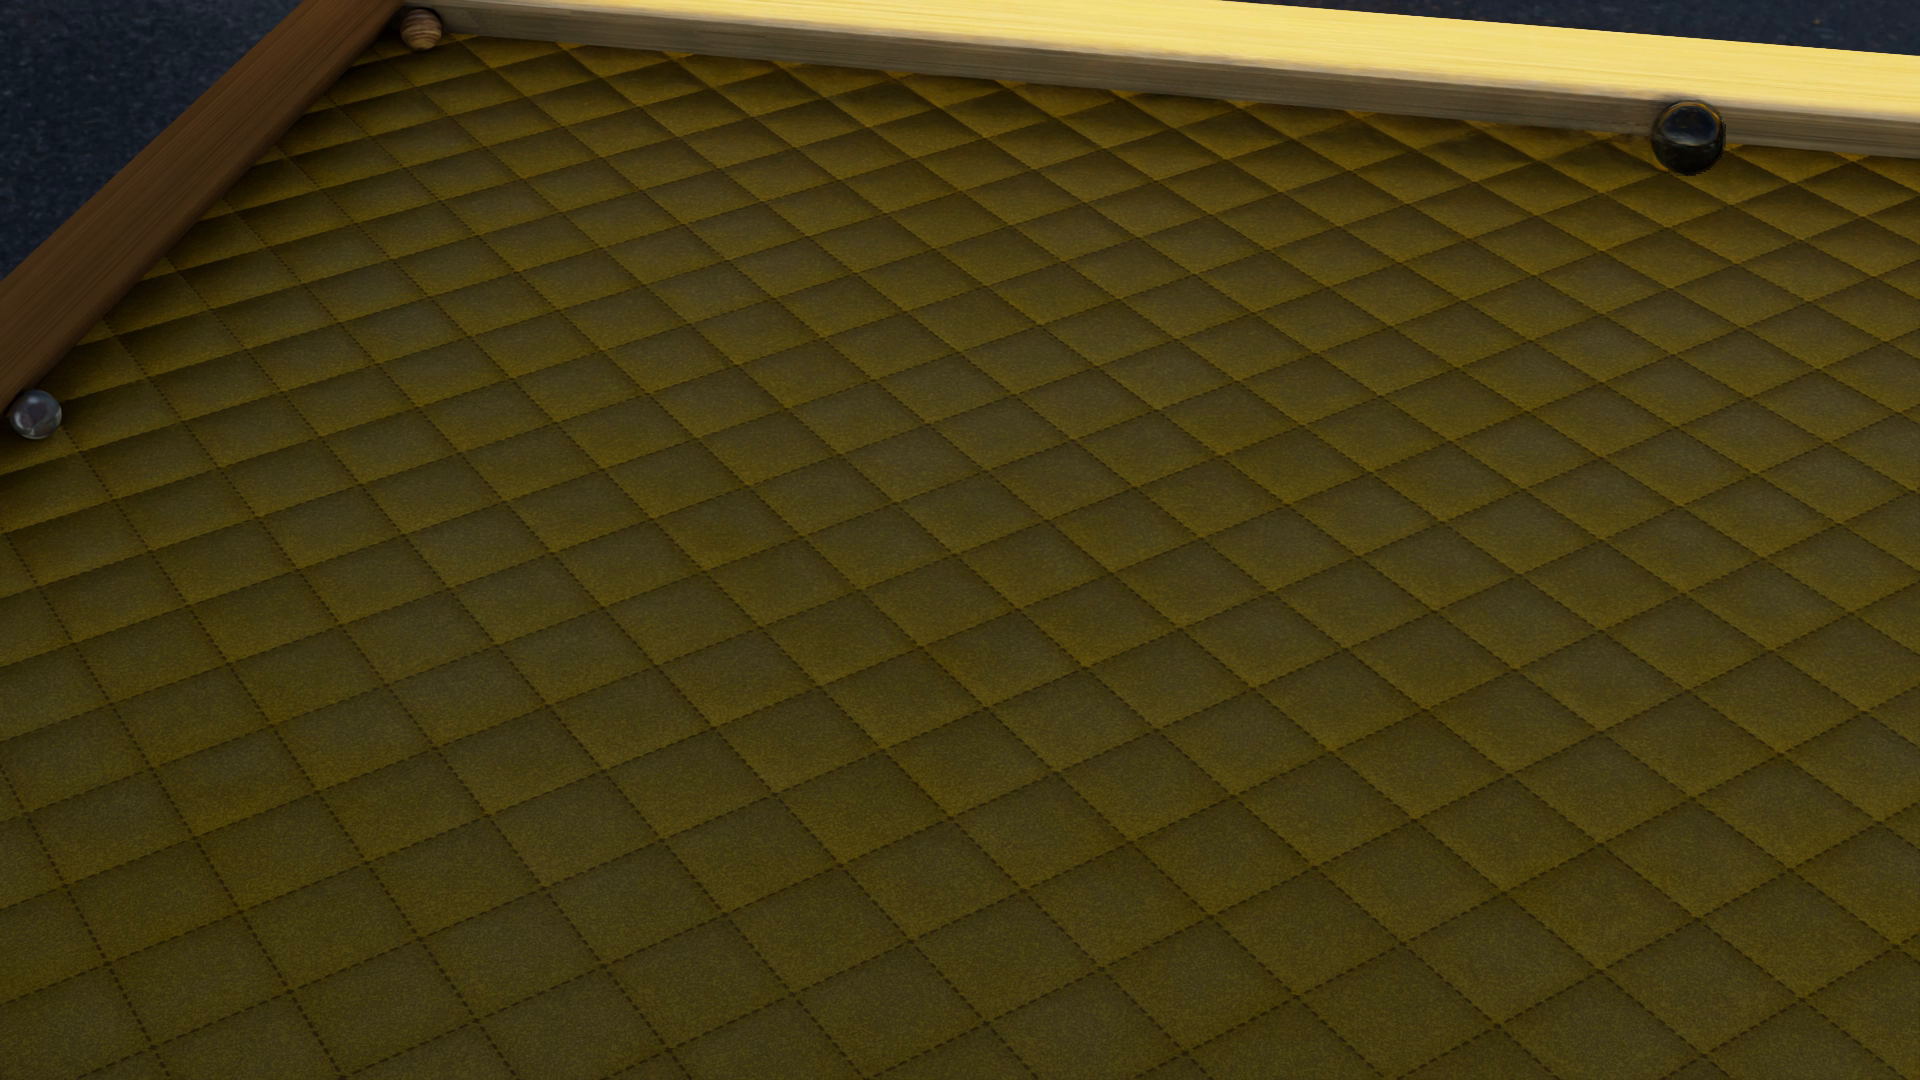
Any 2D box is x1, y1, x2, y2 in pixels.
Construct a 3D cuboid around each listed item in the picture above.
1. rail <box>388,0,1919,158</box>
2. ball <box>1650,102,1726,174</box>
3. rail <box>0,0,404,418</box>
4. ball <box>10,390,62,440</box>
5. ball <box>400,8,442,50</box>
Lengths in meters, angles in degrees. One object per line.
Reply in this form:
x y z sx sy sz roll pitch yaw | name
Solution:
1.016 -0.417 2.560 3.406 0.109 0.045 7 35 10 | rail
0.730 -0.403 2.574 0.072 0.072 0.072 0 34 0 | ball
-0.810 -0.117 2.119 0.045 0.109 1.837 7 35 10 | rail
-0.780 -0.106 2.164 0.042 0.042 0.042 0 34 0 | ball
-0.595 -0.563 2.832 0.046 0.046 0.046 0 34 0 | ball
